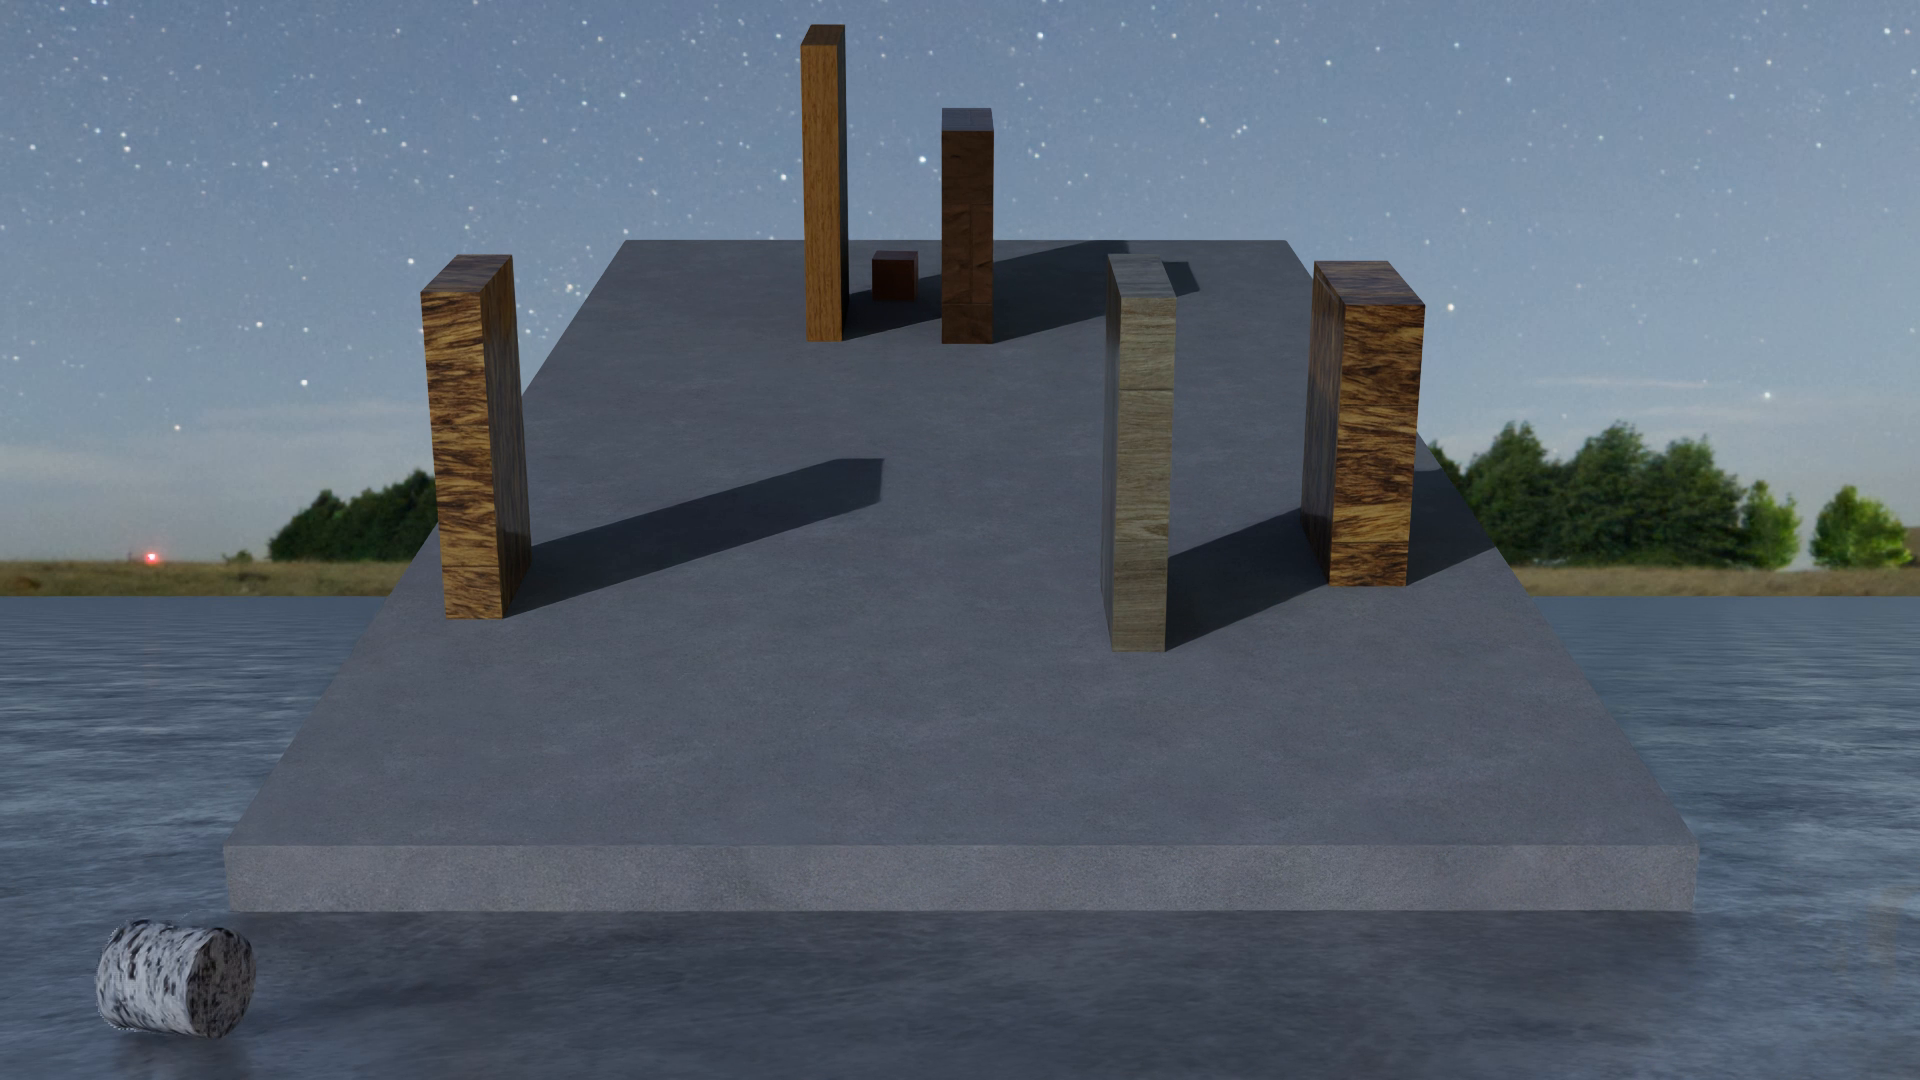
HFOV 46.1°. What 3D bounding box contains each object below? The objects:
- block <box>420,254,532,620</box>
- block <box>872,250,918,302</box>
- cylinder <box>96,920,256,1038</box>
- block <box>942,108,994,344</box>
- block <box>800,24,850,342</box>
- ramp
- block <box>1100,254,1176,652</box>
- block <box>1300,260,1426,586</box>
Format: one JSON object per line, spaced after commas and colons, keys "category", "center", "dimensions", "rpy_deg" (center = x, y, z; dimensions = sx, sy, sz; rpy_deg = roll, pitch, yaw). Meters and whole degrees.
{"category": "block", "center": [-0.828, -0.182, 3.890], "dimensions": [0.096, 0.569, 0.292], "rpy_deg": [0, 19, 0]}
{"category": "block", "center": [-0.175, -0.715, 6.104], "dimensions": [0.113, 0.113, 0.113], "rpy_deg": [2, 19, 4]}
{"category": "cylinder", "center": [-0.773, 0.433, 2.226], "dimensions": [0.106, 0.106, 0.106], "rpy_deg": [2, 0, 19]}
{"category": "block", "center": [0.018, -0.801, 5.722], "dimensions": [0.127, 0.530, 0.373], "rpy_deg": [0, 19, 0]}
{"category": "block", "center": [-0.340, -0.914, 5.740], "dimensions": [0.088, 0.730, 0.436], "rpy_deg": [0, 19, 0]}
{"category": "ramp", "center": [-0.004, -0.200, 4.959], "dimensions": [2.000, 0.100, 4.000], "rpy_deg": [0, 19, 0]}
{"category": "block", "center": [0.293, -0.150, 3.766], "dimensions": [0.086, 0.595, 0.325], "rpy_deg": [0, 19, 0]}
{"category": "block", "center": [0.723, -0.217, 4.085], "dimensions": [0.136, 0.510, 0.353], "rpy_deg": [0, 19, 0]}
